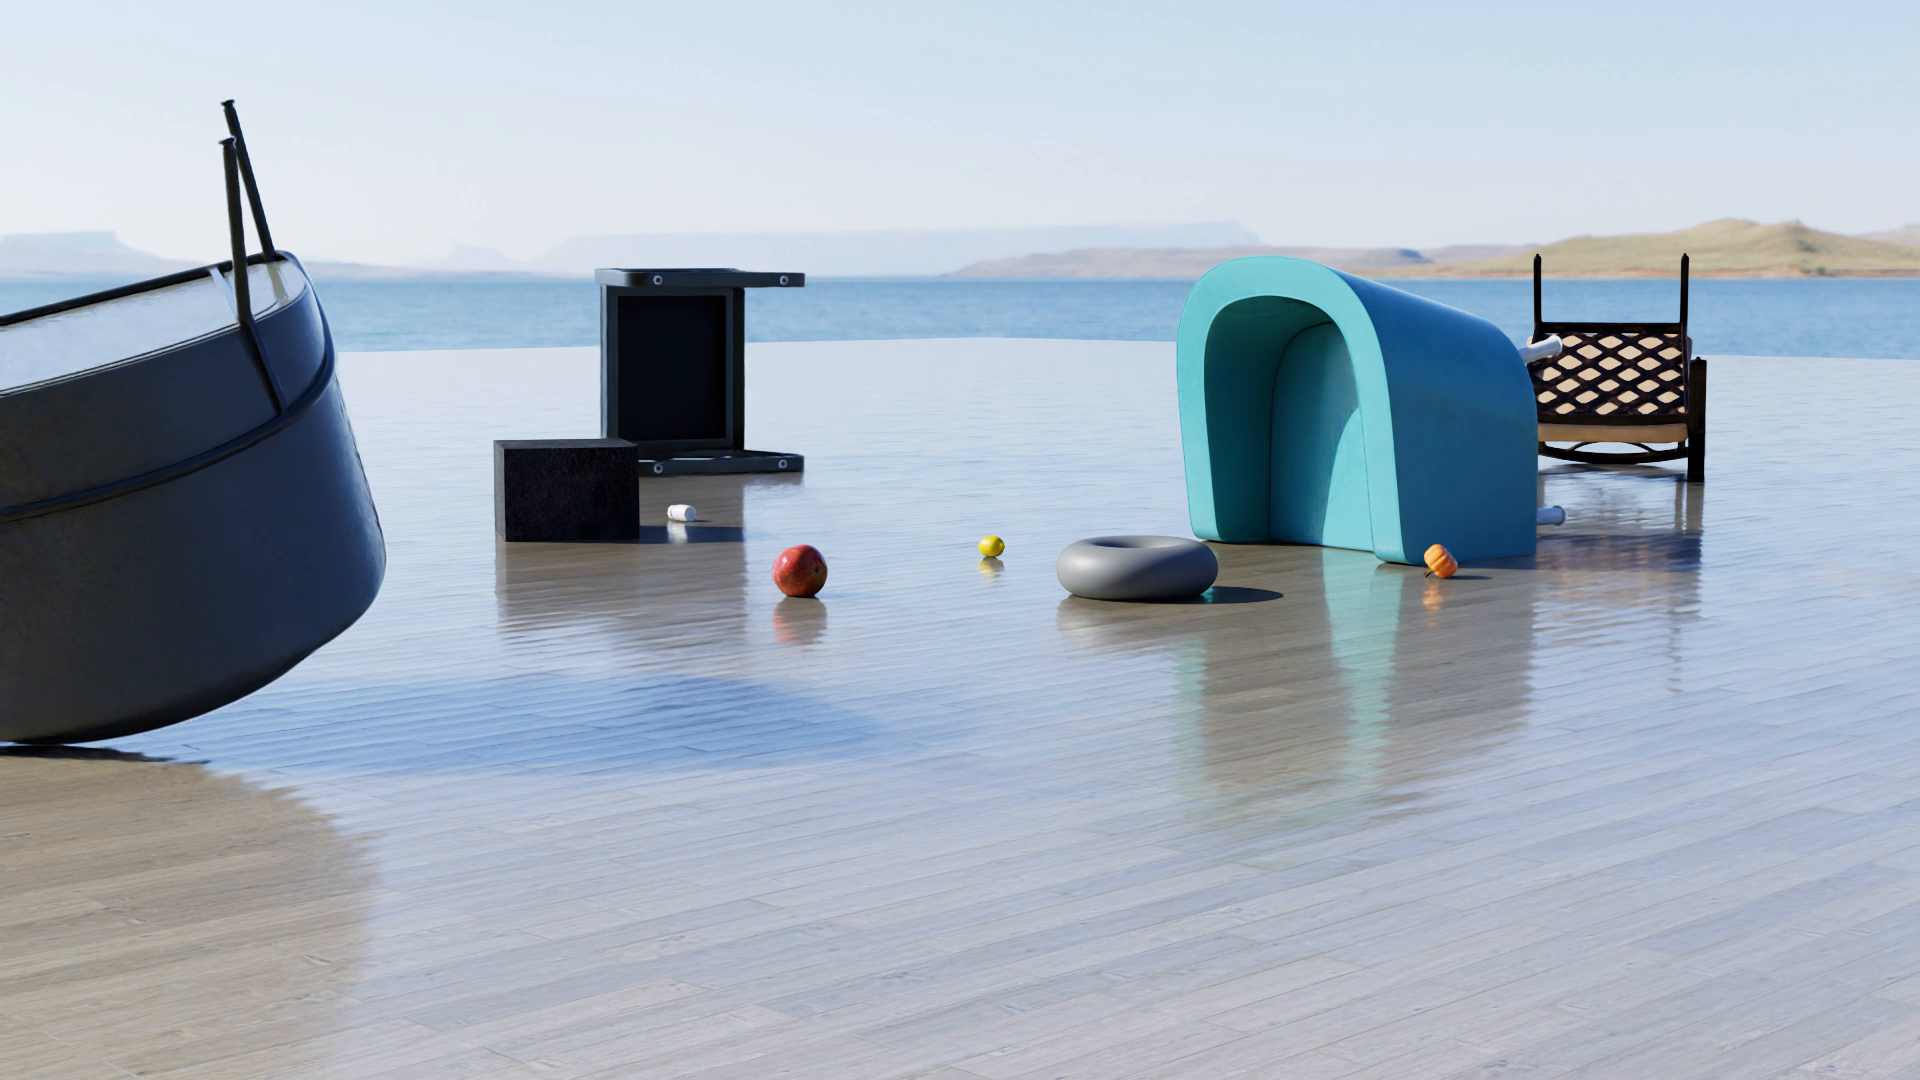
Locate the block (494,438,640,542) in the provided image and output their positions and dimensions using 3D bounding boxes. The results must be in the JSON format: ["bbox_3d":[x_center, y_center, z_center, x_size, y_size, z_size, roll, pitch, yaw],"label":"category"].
[{"bbox_3d":[-1.010,-0.132,6.562,0.334,0.231,0.353,-2,6,-14],"label":"block"}]

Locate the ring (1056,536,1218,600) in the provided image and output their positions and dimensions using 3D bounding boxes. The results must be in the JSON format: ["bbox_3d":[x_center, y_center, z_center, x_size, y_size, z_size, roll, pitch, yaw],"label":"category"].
[{"bbox_3d":[0.367,0.058,5.324,0.337,0.110,0.326,-2,7,-16],"label":"ring"}]
